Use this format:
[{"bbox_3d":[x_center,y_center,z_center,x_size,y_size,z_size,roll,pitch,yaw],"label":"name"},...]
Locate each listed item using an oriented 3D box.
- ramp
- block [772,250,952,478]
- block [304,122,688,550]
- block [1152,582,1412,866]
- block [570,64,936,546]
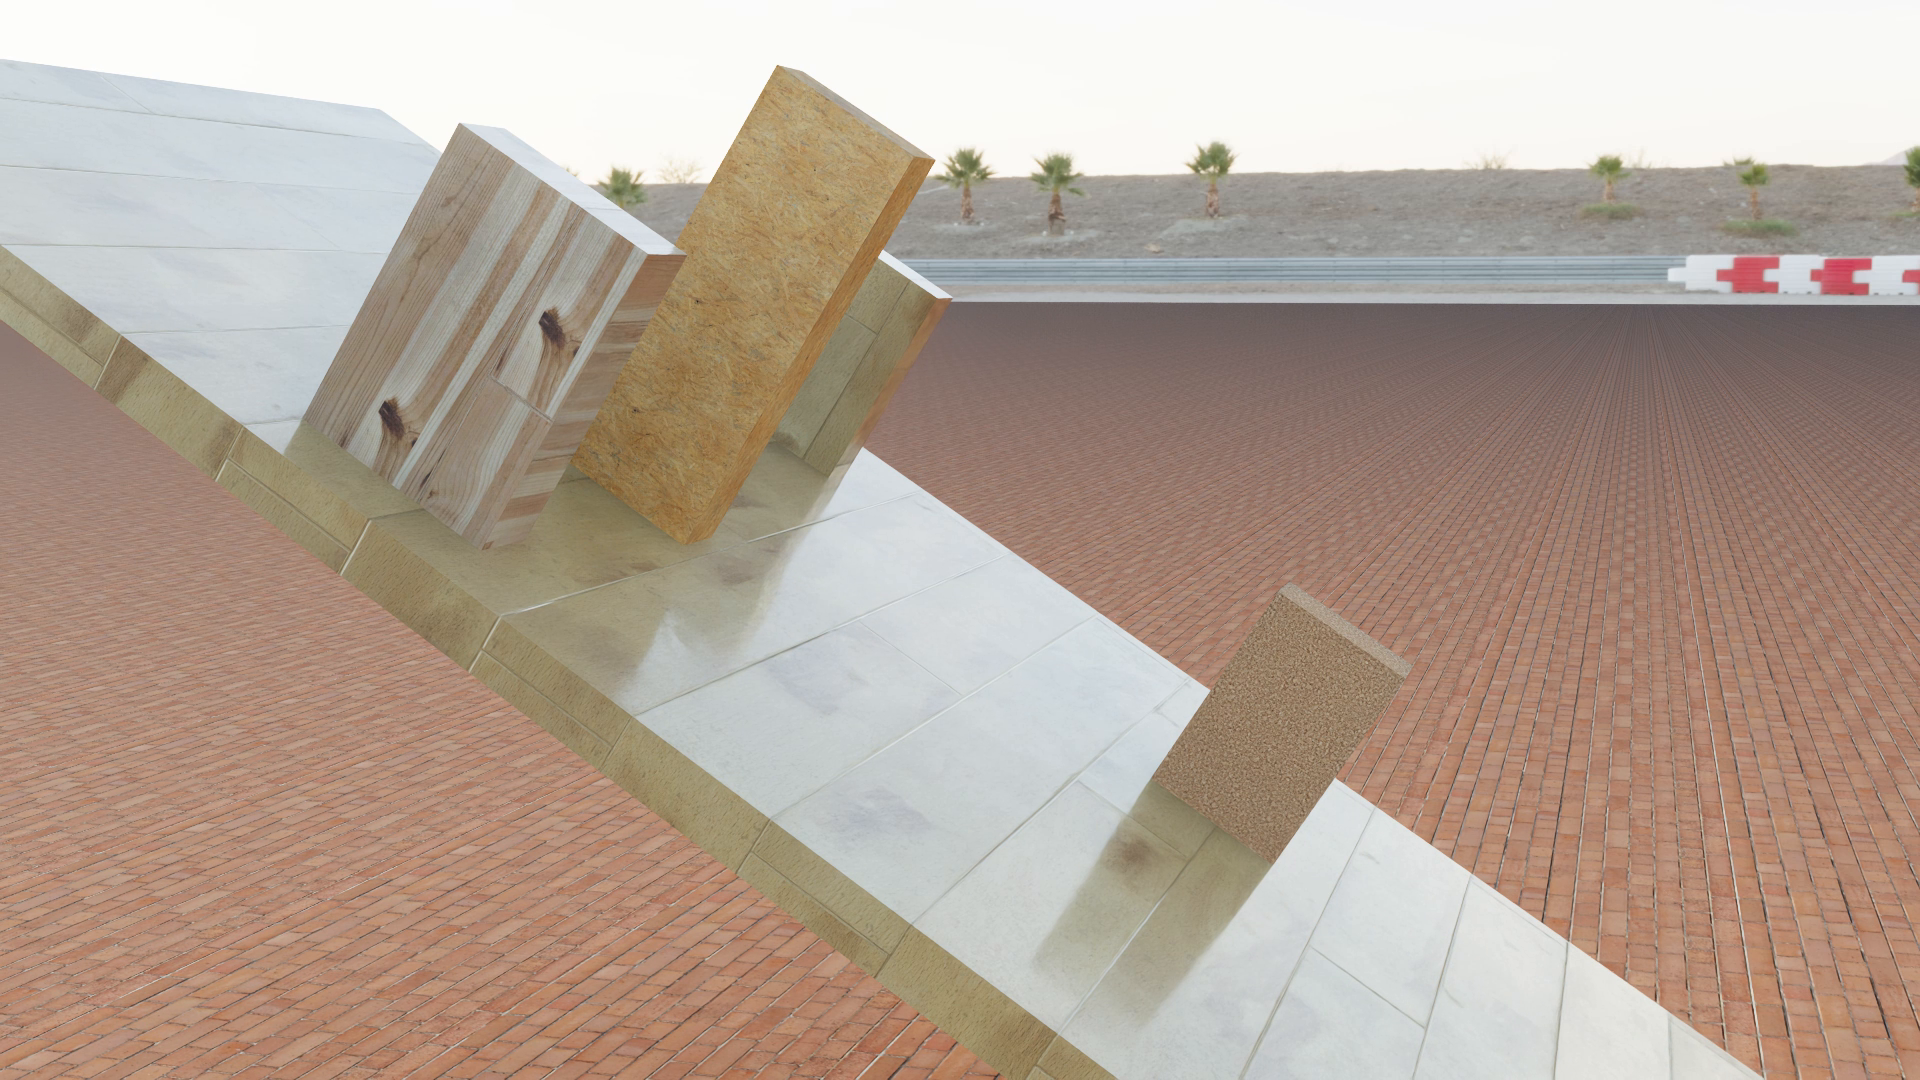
[{"bbox_3d":[-0.136,0.227,4.104,4.000,0.100,2.000,35,15,10],"label":"ramp"},{"bbox_3d":[-0.267,-0.411,4.777,0.293,0.460,0.111,35,15,10],"label":"block"},{"bbox_3d":[-0.723,-0.314,3.406,0.366,0.536,0.141,35,15,10],"label":"block"},{"bbox_3d":[0.610,0.346,4.175,0.281,0.439,0.141,35,15,10],"label":"block"},{"bbox_3d":[-0.382,-0.406,3.871,0.292,0.799,0.121,35,15,10],"label":"block"}]
